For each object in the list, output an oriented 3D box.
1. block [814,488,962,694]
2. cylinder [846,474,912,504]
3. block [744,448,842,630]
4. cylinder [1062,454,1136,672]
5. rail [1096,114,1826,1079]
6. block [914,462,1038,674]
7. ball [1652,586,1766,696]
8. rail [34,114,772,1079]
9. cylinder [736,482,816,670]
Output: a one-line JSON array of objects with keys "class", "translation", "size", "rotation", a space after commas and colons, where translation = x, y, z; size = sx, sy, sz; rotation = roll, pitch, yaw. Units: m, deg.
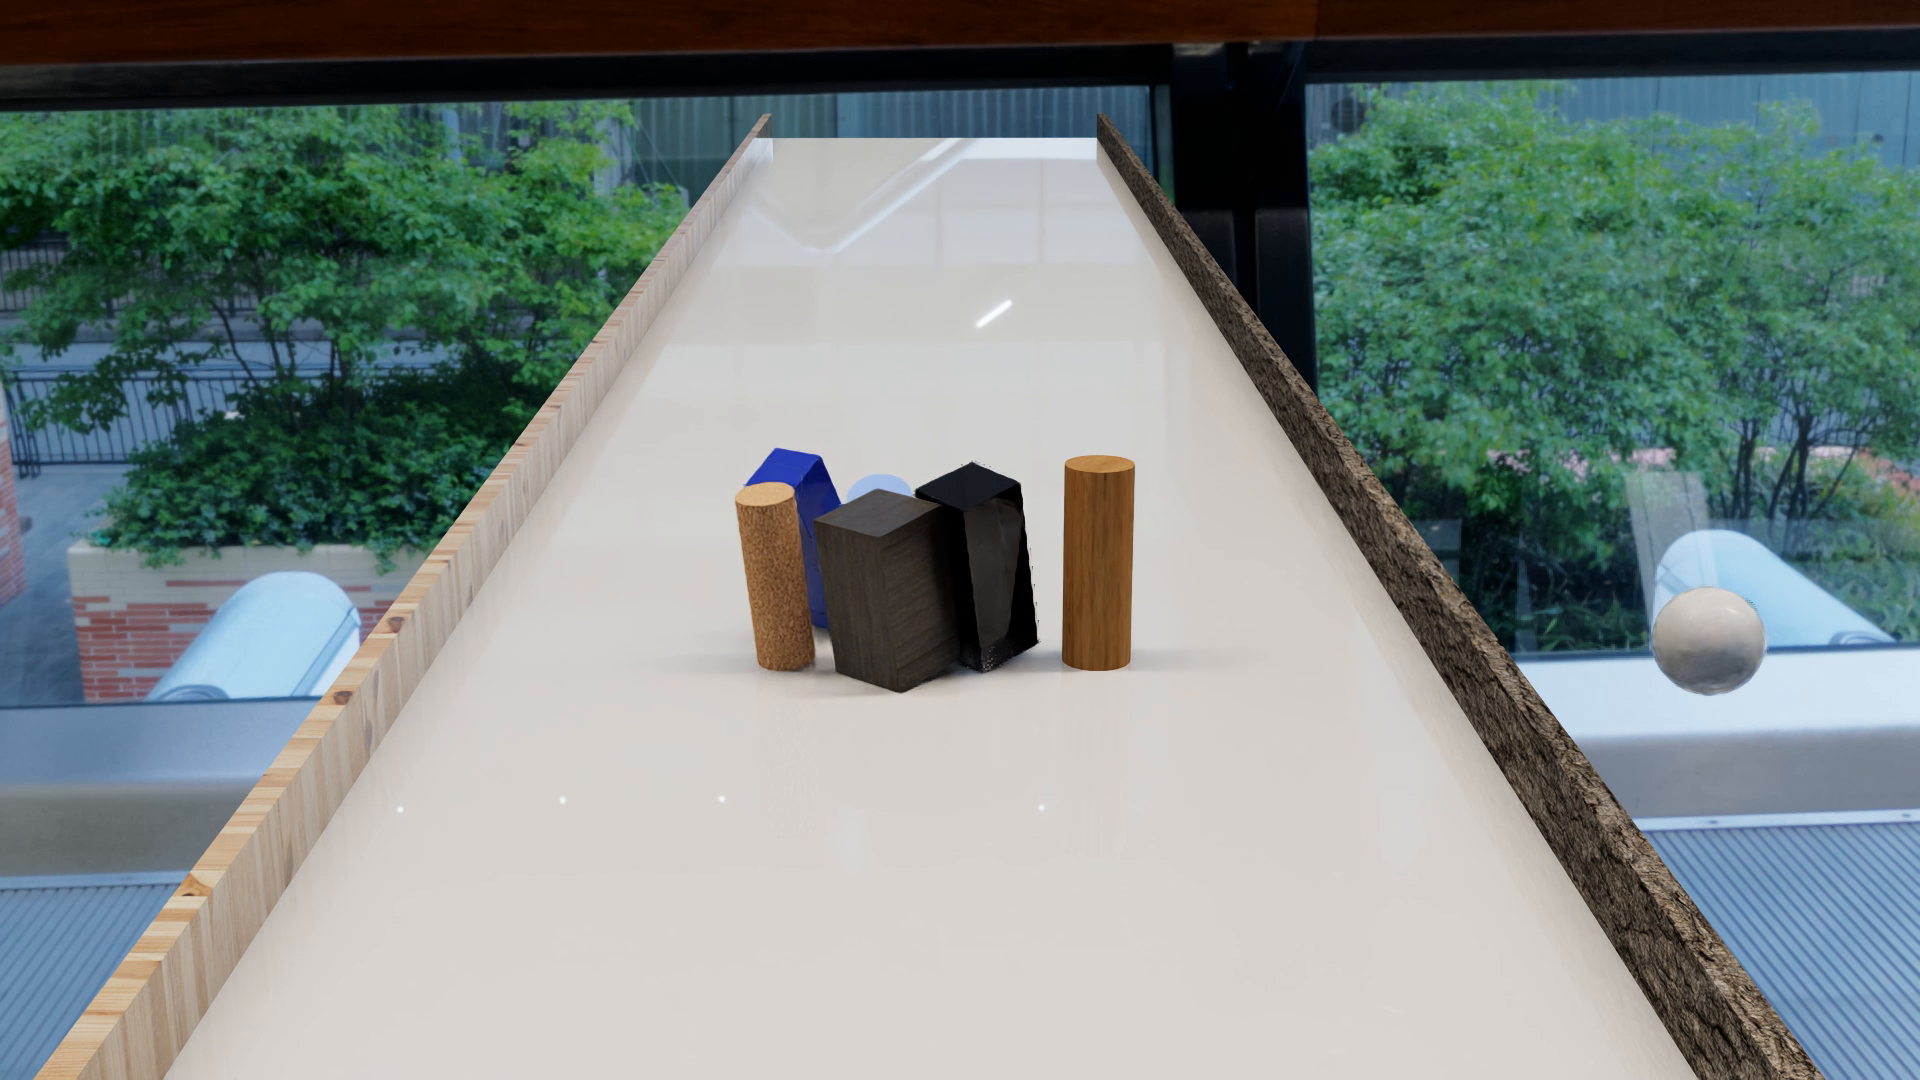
[{"class": "block", "translation": [-0.139, 0.097, 4.281], "size": [0.176, 0.329, 0.176], "rotation": [15, 32, 41]}, {"class": "cylinder", "translation": [-0.157, 0.011, 4.611], "size": [0.137, 0.307, 0.137], "rotation": [-2, 52, 2]}, {"class": "block", "translation": [-0.296, 0.005, 4.495], "size": [0.115, 0.403, 0.115], "rotation": [11, 50, 32]}, {"class": "cylinder", "translation": [0.274, 0.045, 4.362], "size": [0.138, 0.406, 0.138], "rotation": [0, 17, 0]}, {"class": "rail", "translation": [0.932, -0.844, 7.801], "size": [0.050, 0.150, 12.000], "rotation": [0, 17, -1]}, {"class": "block", "translation": [0.034, 0.055, 4.345], "size": [0.147, 0.364, 0.147], "rotation": [-26, 33, -32]}, {"class": "ball", "translation": [1.339, 0.181, 3.934], "size": [0.196, 0.196, 0.196], "rotation": [0, 17, 0]}, {"class": "rail", "translation": [-1.118, -0.838, 7.780], "size": [0.050, 0.150, 12.000], "rotation": [0, 17, -1]}, {"class": "cylinder", "translation": [-0.362, 0.073, 4.331], "size": [0.116, 0.357, 0.116], "rotation": [-5, 24, 2]}]
